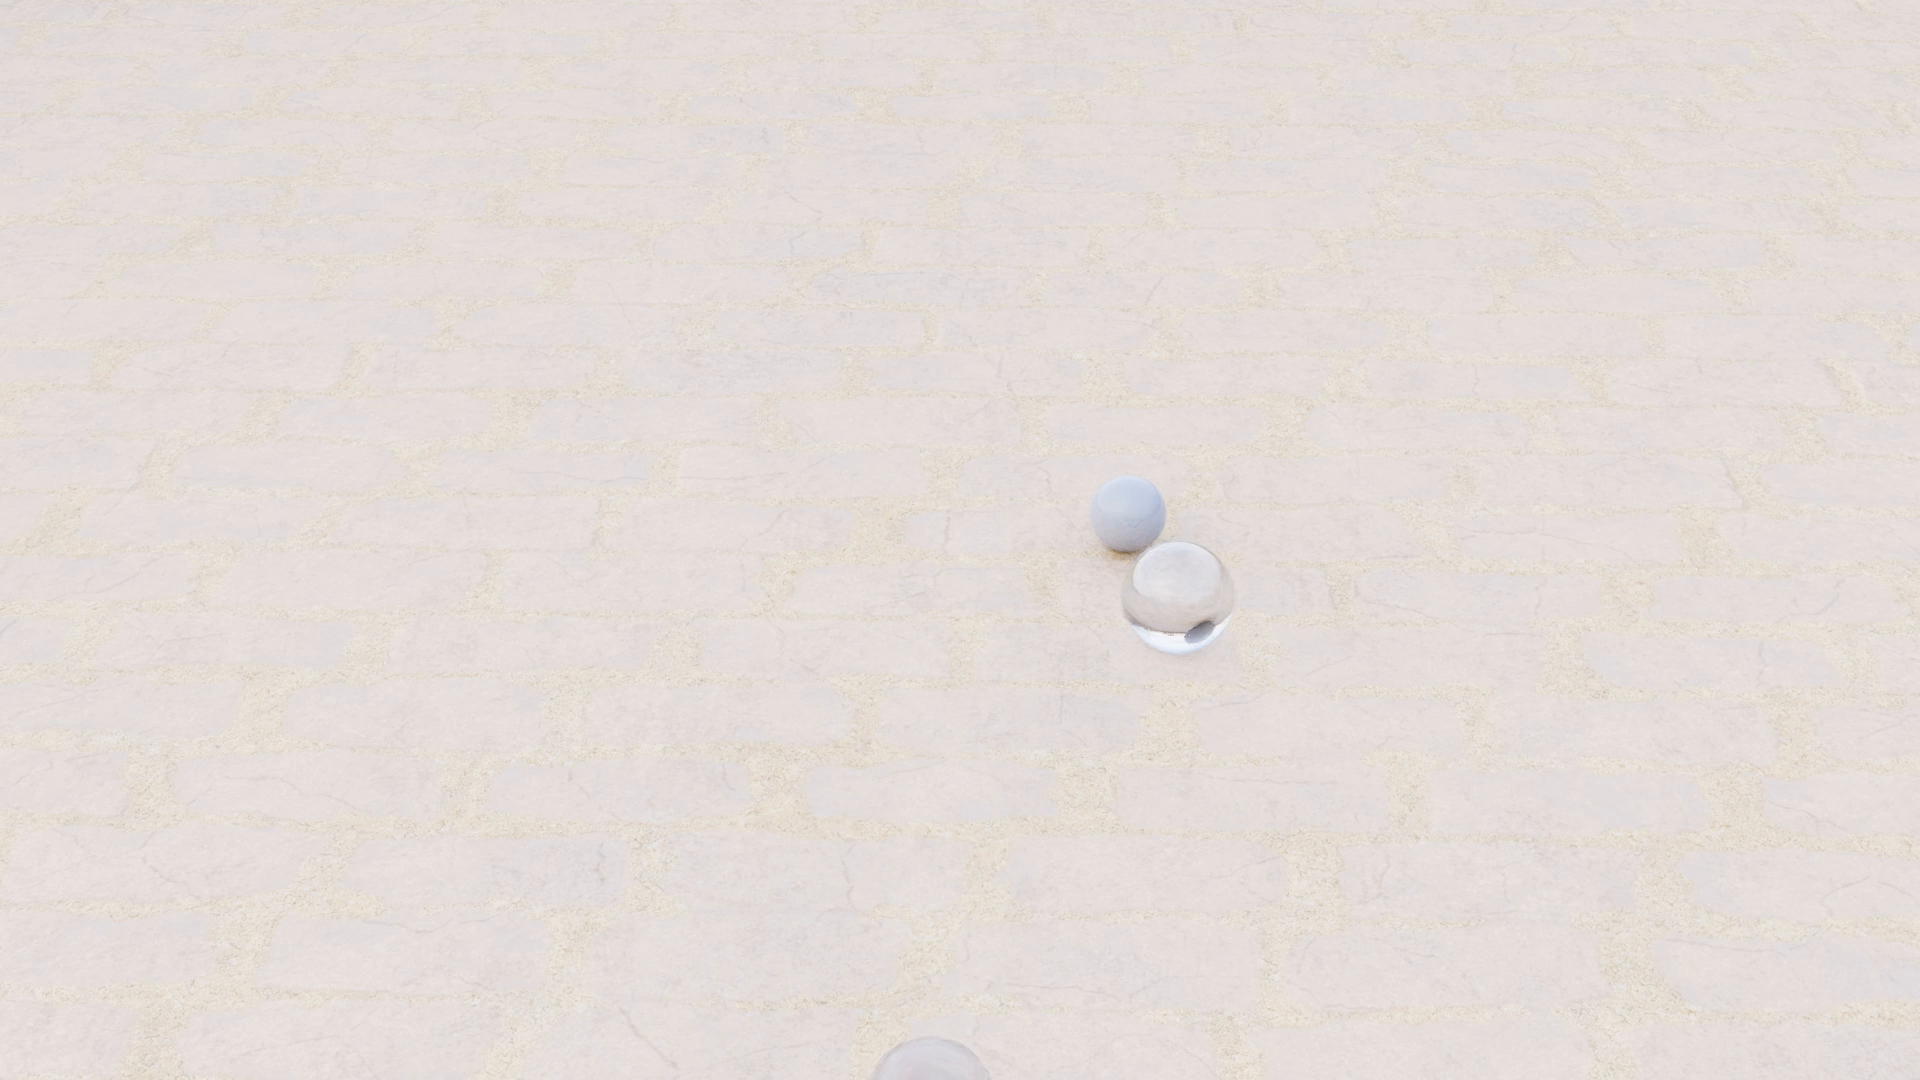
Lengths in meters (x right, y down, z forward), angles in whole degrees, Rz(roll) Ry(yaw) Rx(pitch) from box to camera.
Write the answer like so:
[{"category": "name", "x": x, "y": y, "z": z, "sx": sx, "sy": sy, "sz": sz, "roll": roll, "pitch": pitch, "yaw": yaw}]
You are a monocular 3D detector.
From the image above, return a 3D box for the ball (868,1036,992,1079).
[{"category": "ball", "x": -0.013, "y": 0.245, "z": 1.279, "sx": 0.058, "sy": 0.058, "sz": 0.058, "roll": 0, "pitch": 29, "yaw": 0}]

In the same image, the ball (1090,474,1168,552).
[{"category": "ball", "x": 0.101, "y": -0.016, "z": 1.758, "sx": 0.046, "sy": 0.046, "sz": 0.046, "roll": 0, "pitch": 29, "yaw": 0}]

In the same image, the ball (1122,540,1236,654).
[{"category": "ball", "x": 0.123, "y": 0.032, "z": 1.654, "sx": 0.064, "sy": 0.064, "sz": 0.064, "roll": 0, "pitch": 29, "yaw": 0}]
